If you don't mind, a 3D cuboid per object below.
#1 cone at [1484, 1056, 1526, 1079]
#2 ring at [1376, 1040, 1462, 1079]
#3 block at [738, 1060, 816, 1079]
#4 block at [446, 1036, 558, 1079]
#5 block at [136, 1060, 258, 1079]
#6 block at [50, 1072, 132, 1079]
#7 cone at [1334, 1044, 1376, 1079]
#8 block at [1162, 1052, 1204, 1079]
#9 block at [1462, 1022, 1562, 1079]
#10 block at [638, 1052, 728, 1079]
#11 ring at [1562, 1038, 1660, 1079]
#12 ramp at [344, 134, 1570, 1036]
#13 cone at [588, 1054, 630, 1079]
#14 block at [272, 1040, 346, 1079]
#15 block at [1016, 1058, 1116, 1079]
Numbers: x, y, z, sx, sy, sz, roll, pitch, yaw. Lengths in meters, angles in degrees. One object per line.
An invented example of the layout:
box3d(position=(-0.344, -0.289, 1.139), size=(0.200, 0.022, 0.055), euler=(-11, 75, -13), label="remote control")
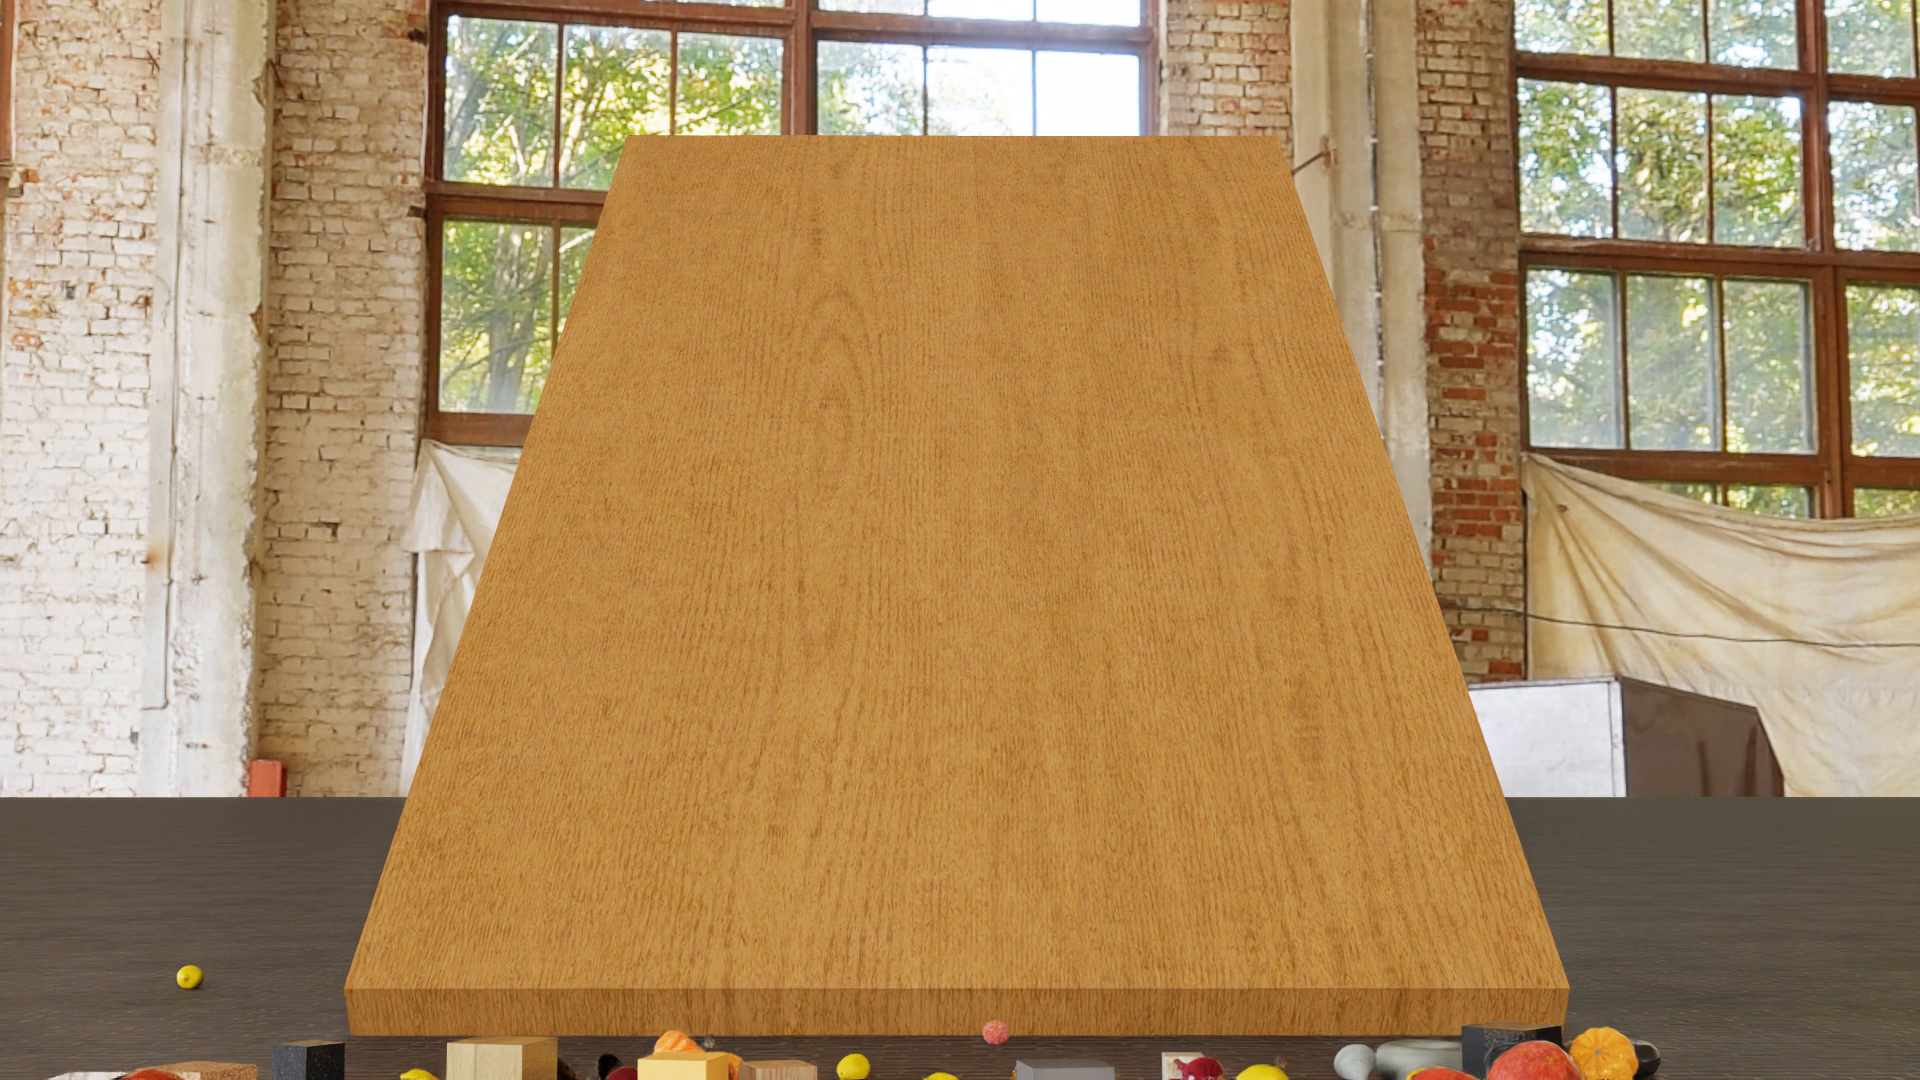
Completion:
box3d(position=(0.681, 0.710, 3.095), size=(0.072, 0.072, 0.072), euler=(-37, -27, 32), label="cone")
box3d(position=(0.656, 0.732, 3.384), size=(0.147, 0.049, 0.147), euler=(0, -5, 0), label="ring")
box3d(position=(-0.220, 0.668, 2.899), size=(0.075, 0.075, 0.075), euler=(2, -6, -22), label="block")
box3d(position=(-0.558, 0.661, 2.940), size=(0.099, 0.099, 0.099), euler=(-2, -6, 16), label="block")
box3d(position=(-0.860, 0.641, 2.715), size=(0.092, 0.092, 0.092), euler=(-3, -7, 26), label="block")
box3d(position=(-1.013, 0.660, 2.802), size=(0.072, 0.072, 0.072), euler=(0, -6, 0), label="block")
box3d(position=(0.551, 0.737, 3.327), size=(0.059, 0.059, 0.059), euler=(0, 21, -3), label="cone")
box3d(position=(0.298, 0.713, 3.215), size=(0.052, 0.052, 0.052), euler=(0, -6, 1), label="block")
box3d(position=(0.727, 0.687, 3.169), size=(0.094, 0.094, 0.094), euler=(-5, -8, 42), label="block")
box3d(position=(-0.332, 0.662, 2.889), size=(0.085, 0.085, 0.085), euler=(-1, -6, 13), label="block")
box3d(position=(0.921, 0.737, 3.423), size=(0.143, 0.048, 0.143), euler=(-1, -6, 0), label="ring")
box3d(position=(-0.013, -0.213, 5.692), size=(2.000, 0.100, 4.000), euler=(0, 30, 0), label="ramp")
box3d(position=(-0.477, 0.718, 3.156), size=(0.067, 0.067, 0.067), euler=(-31, -17, 19), label="cone")
box3d(position=(-0.871, 0.706, 3.222), size=(0.066, 0.066, 0.066), euler=(-4, -7, 34), label="block")
box3d(position=(0.120, 0.642, 2.738), size=(0.094, 0.094, 0.094), euler=(1, -6, -10), label="block")
